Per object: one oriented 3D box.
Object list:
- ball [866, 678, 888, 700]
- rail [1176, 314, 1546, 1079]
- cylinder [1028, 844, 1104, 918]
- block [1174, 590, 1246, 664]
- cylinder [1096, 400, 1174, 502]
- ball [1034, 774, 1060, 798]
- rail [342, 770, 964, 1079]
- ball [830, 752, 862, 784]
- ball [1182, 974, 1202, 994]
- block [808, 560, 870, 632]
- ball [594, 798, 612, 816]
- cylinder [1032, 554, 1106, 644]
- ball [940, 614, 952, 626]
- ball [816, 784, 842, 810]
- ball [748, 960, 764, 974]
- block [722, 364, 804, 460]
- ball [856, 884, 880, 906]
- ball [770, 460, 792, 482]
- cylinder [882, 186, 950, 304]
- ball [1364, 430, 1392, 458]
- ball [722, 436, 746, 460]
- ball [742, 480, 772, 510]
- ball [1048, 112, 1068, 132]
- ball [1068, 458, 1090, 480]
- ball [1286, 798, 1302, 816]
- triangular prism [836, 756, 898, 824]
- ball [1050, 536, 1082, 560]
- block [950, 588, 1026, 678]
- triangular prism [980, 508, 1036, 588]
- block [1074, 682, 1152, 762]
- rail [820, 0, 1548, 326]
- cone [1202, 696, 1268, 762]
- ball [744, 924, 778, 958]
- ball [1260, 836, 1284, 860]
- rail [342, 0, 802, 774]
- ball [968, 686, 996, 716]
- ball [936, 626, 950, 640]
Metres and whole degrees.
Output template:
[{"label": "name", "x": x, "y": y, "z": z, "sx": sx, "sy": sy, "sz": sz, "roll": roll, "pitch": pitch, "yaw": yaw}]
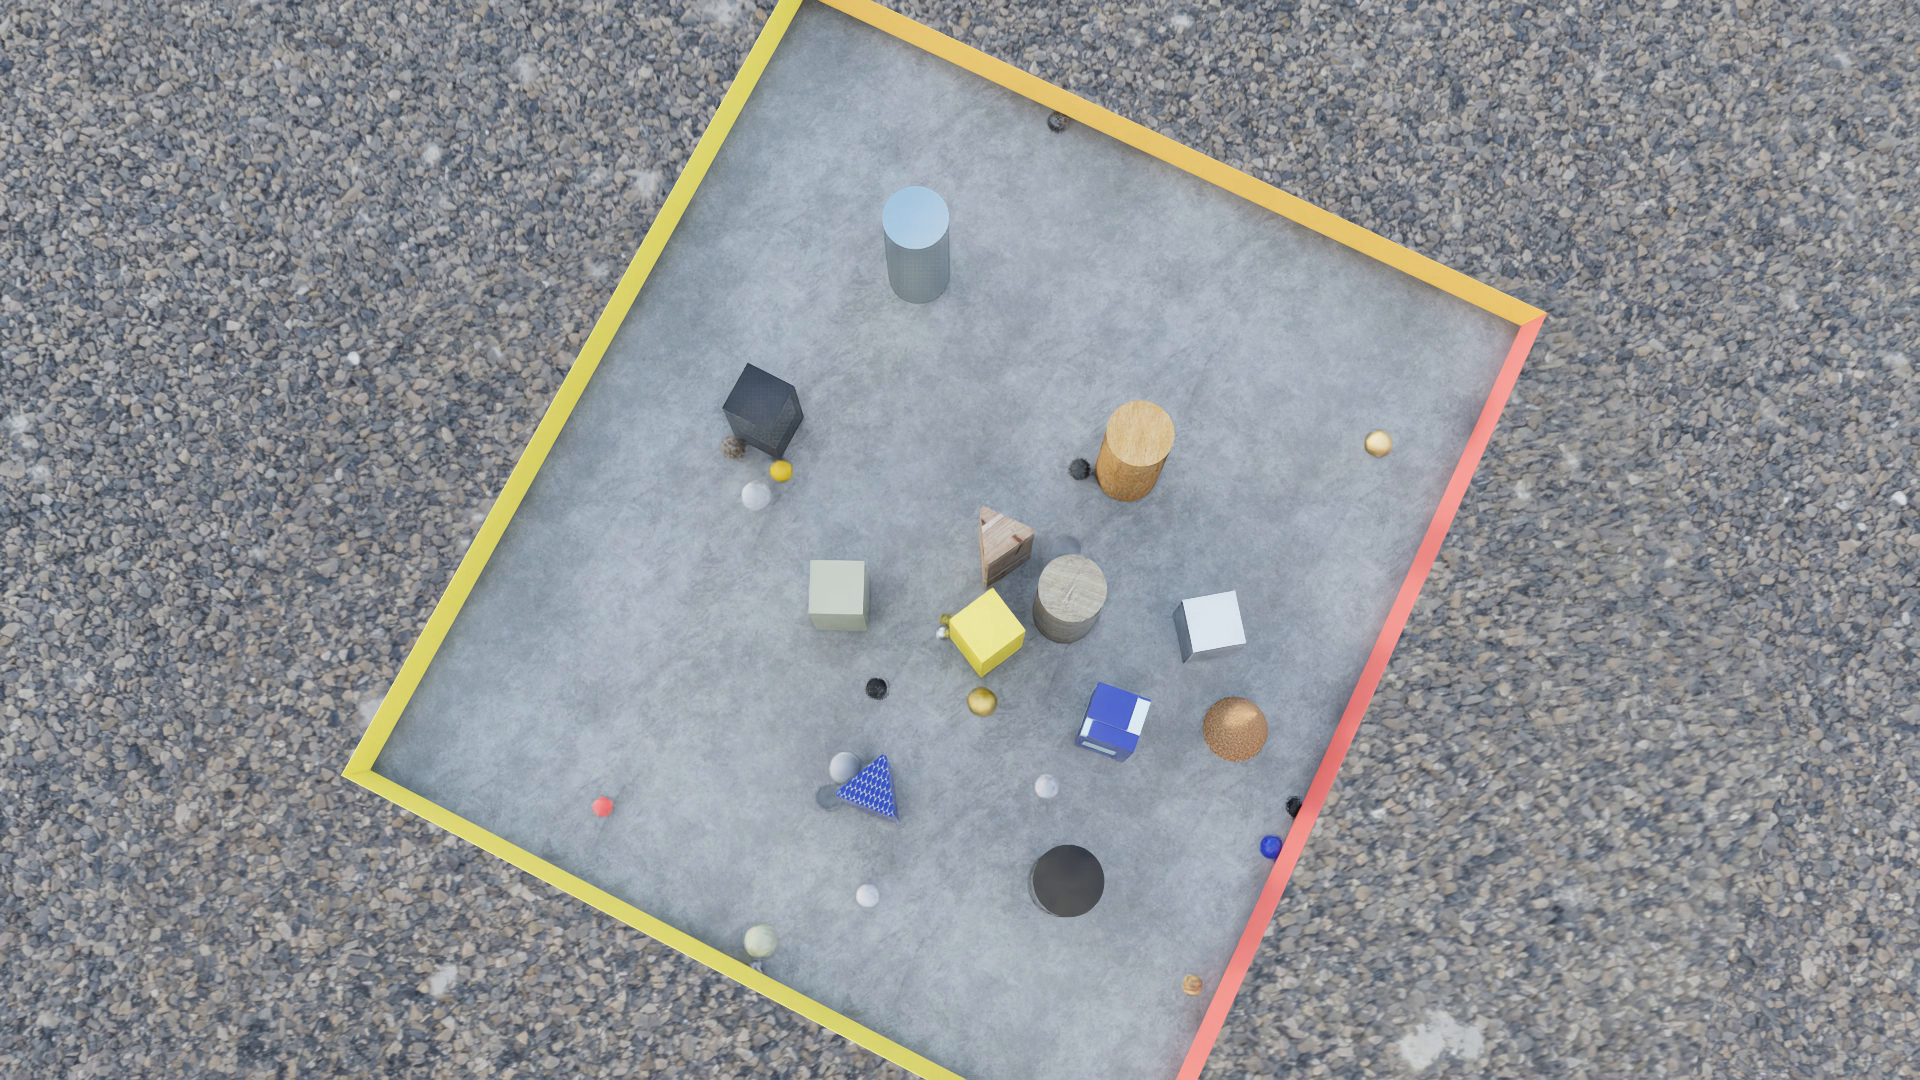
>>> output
[{"label": "ball", "x": -0.249, "y": 0.444, "z": 5.492, "sx": 0.065, "sy": 0.065, "sz": 0.065, "roll": 0, "pitch": 78, "yaw": 0}, {"label": "rail", "x": 1.140, "y": 0.565, "z": 5.434, "sx": 0.045, "sy": 0.127, "sz": 2.879, "roll": 26, "pitch": 80, "yaw": 5}, {"label": "cylinder", "x": 0.296, "y": 0.970, "z": 5.192, "sx": 0.195, "sy": 0.438, "sz": 0.195, "roll": 0, "pitch": 78, "yaw": 0}, {"label": "block", "x": 0.738, "y": 0.261, "z": 5.436, "sx": 0.156, "sy": 0.249, "sz": 0.156, "roll": -10, "pitch": 78, "yaw": -2}, {"label": "cylinder", "x": 0.514, "y": -0.259, "z": 5.442, "sx": 0.195, "sy": 0.446, "sz": 0.195, "roll": 0, "pitch": 78, "yaw": 0}, {"label": "ball", "x": 0.258, "y": 0.729, "z": 5.429, "sx": 0.073, "sy": 0.073, "sz": 0.073, "roll": 0, "pitch": 78, "yaw": 0}, {"label": "rail", "x": -0.633, "y": 1.247, "z": 5.293, "sx": 2.597, "sy": 0.127, "sz": 0.045, "roll": 26, "pitch": 80, "yaw": 5}, {"label": "ball", "x": -0.340, "y": 0.675, "z": 5.429, "sx": 0.093, "sy": 0.093, "sz": 0.093, "roll": 0, "pitch": 78, "yaw": 0}, {"label": "ball", "x": 0.674, "y": 1.290, "z": 5.320, "sx": 0.058, "sy": 0.058, "sz": 0.058, "roll": 0, "pitch": 78, "yaw": 0}, {"label": "block", "x": -0.355, "y": 0.167, "z": 5.424, "sx": 0.156, "sy": 0.310, "sz": 0.156, "roll": 1, "pitch": 78, "yaw": 0}, {"label": "ball", "x": -1.056, "y": 0.789, "z": 5.424, "sx": 0.057, "sy": 0.057, "sz": 0.057, "roll": 0, "pitch": 78, "yaw": 0}, {"label": "cylinder", "x": 0.317, "y": 0.177, "z": 5.371, "sx": 0.195, "sy": 0.408, "sz": 0.195, "roll": 0, "pitch": 78, "yaw": 0}, {"label": "ball", "x": -0.040, "y": 0.243, "z": 5.546, "sx": 0.041, "sy": 0.041, "sz": 0.041, "roll": 0, "pitch": 78, "yaw": 0}, {"label": "ball", "x": -0.386, "y": 0.760, "z": 5.420, "sx": 0.076, "sy": 0.076, "sz": 0.076, "roll": 0, "pitch": 78, "yaw": 0}, {"label": "ball", "x": -0.595, "y": 1.247, "z": 5.336, "sx": 0.045, "sy": 0.045, "sz": 0.045, "roll": 0, "pitch": 78, "yaw": 0}, {"label": "block", "x": -0.590, "y": -0.384, "z": 5.524, "sx": 0.156, "sy": 0.337, "sz": 0.156, "roll": 27, "pitch": 80, "yaw": 5}, {"label": "ball", "x": -0.270, "y": 1.040, "z": 5.367, "sx": 0.067, "sy": 0.067, "sz": 0.067, "roll": 0, "pitch": 78, "yaw": 0}, {"label": "ball", "x": -0.551, "y": -0.213, "z": 5.626, "sx": 0.068, "sy": 0.068, "sz": 0.068, "roll": 0, "pitch": 78, "yaw": 0}, {"label": "cylinder", "x": -0.129, "y": -0.887, "z": 5.553, "sx": 0.195, "sy": 0.483, "sz": 0.195, "roll": 0, "pitch": 78, "yaw": 0}, {"label": "ball", "x": 1.284, "y": -0.296, "z": 5.635, "sx": 0.083, "sy": 0.083, "sz": 0.083, "roll": 0, "pitch": 78, "yaw": 0}, {"label": "ball", "x": -0.695, "y": -0.283, "z": 5.636, "sx": 0.077, "sy": 0.077, "sz": 0.077, "roll": 0, "pitch": 78, "yaw": 0}, {"label": "ball", "x": -0.622, "y": -0.136, "z": 5.599, "sx": 0.090, "sy": 0.090, "sz": 0.090, "roll": 0, "pitch": 78, "yaw": 0}, {"label": "ball", "x": 0.313, "y": -1.337, "z": 5.860, "sx": 0.065, "sy": 0.065, "sz": 0.065, "roll": 0, "pitch": 78, "yaw": 0}, {"label": "ball", "x": 0.368, "y": -0.217, "z": 5.627, "sx": 0.067, "sy": 0.067, "sz": 0.067, "roll": 0, "pitch": 78, "yaw": 0}, {"label": "ball", "x": 0.992, "y": 0.791, "z": 5.425, "sx": 0.055, "sy": 0.055, "sz": 0.055, "roll": 0, "pitch": 78, "yaw": 0}, {"label": "triangular prism", "x": -0.235, "y": 0.703, "z": 5.249, "sx": 0.169, "sy": 0.435, "sz": 0.146, "roll": 21, "pitch": 79, "yaw": 4}, {"label": "ball", "x": 0.321, "y": 0.034, "z": 5.562, "sx": 0.094, "sy": 0.094, "sz": 0.094, "roll": 0, "pitch": 78, "yaw": 0}, {"label": "block", "x": 0.078, "y": 0.276, "z": 5.392, "sx": 0.156, "sy": 0.327, "sz": 0.156, "roll": -36, "pitch": 81, "yaw": -7}, {"label": "triangular prism", "x": 0.103, "y": 0.002, "z": 5.419, "sx": 0.169, "sy": 0.386, "sz": 0.146, "roll": -34, "pitch": 80, "yaw": -7}, {"label": "block", "x": 0.441, "y": 0.533, "z": 5.331, "sx": 0.156, "sy": 0.344, "sz": 0.156, "roll": 19, "pitch": 79, "yaw": 4}, {"label": "rail", "x": 0.633, "y": -1.233, "z": 5.806, "sx": 2.597, "sy": 0.127, "sz": 0.045, "roll": 26, "pitch": 80, "yaw": 5}, {"label": "cone", "x": 0.826, "y": 0.525, "z": 5.294, "sx": 0.195, "sy": 0.419, "sz": 0.195, "roll": 0, "pitch": 78, "yaw": 0}, {"label": "ball", "x": -0.580, "y": 1.167, "z": 5.325, "sx": 0.097, "sy": 0.097, "sz": 0.097, "roll": 0, "pitch": 78, "yaw": 0}, {"label": "ball", "x": 0.917, "y": 0.905, "z": 5.394, "sx": 0.070, "sy": 0.070, "sz": 0.070, "roll": 0, "pitch": 78, "yaw": 0}, {"label": "rail", "x": -1.140, "y": -0.552, "z": 5.665, "sx": 0.045, "sy": 0.127, "sz": 2.879, "roll": 26, "pitch": 80, "yaw": 5}, {"label": "ball", "x": 0.065, "y": 0.481, "z": 5.472, "sx": 0.088, "sy": 0.088, "sz": 0.088, "roll": 0, "pitch": 78, "yaw": 0}, {"label": "ball", "x": -0.053, "y": 0.282, "z": 5.536, "sx": 0.044, "sy": 0.044, "sz": 0.044, "roll": 0, "pitch": 78, "yaw": 0}]
